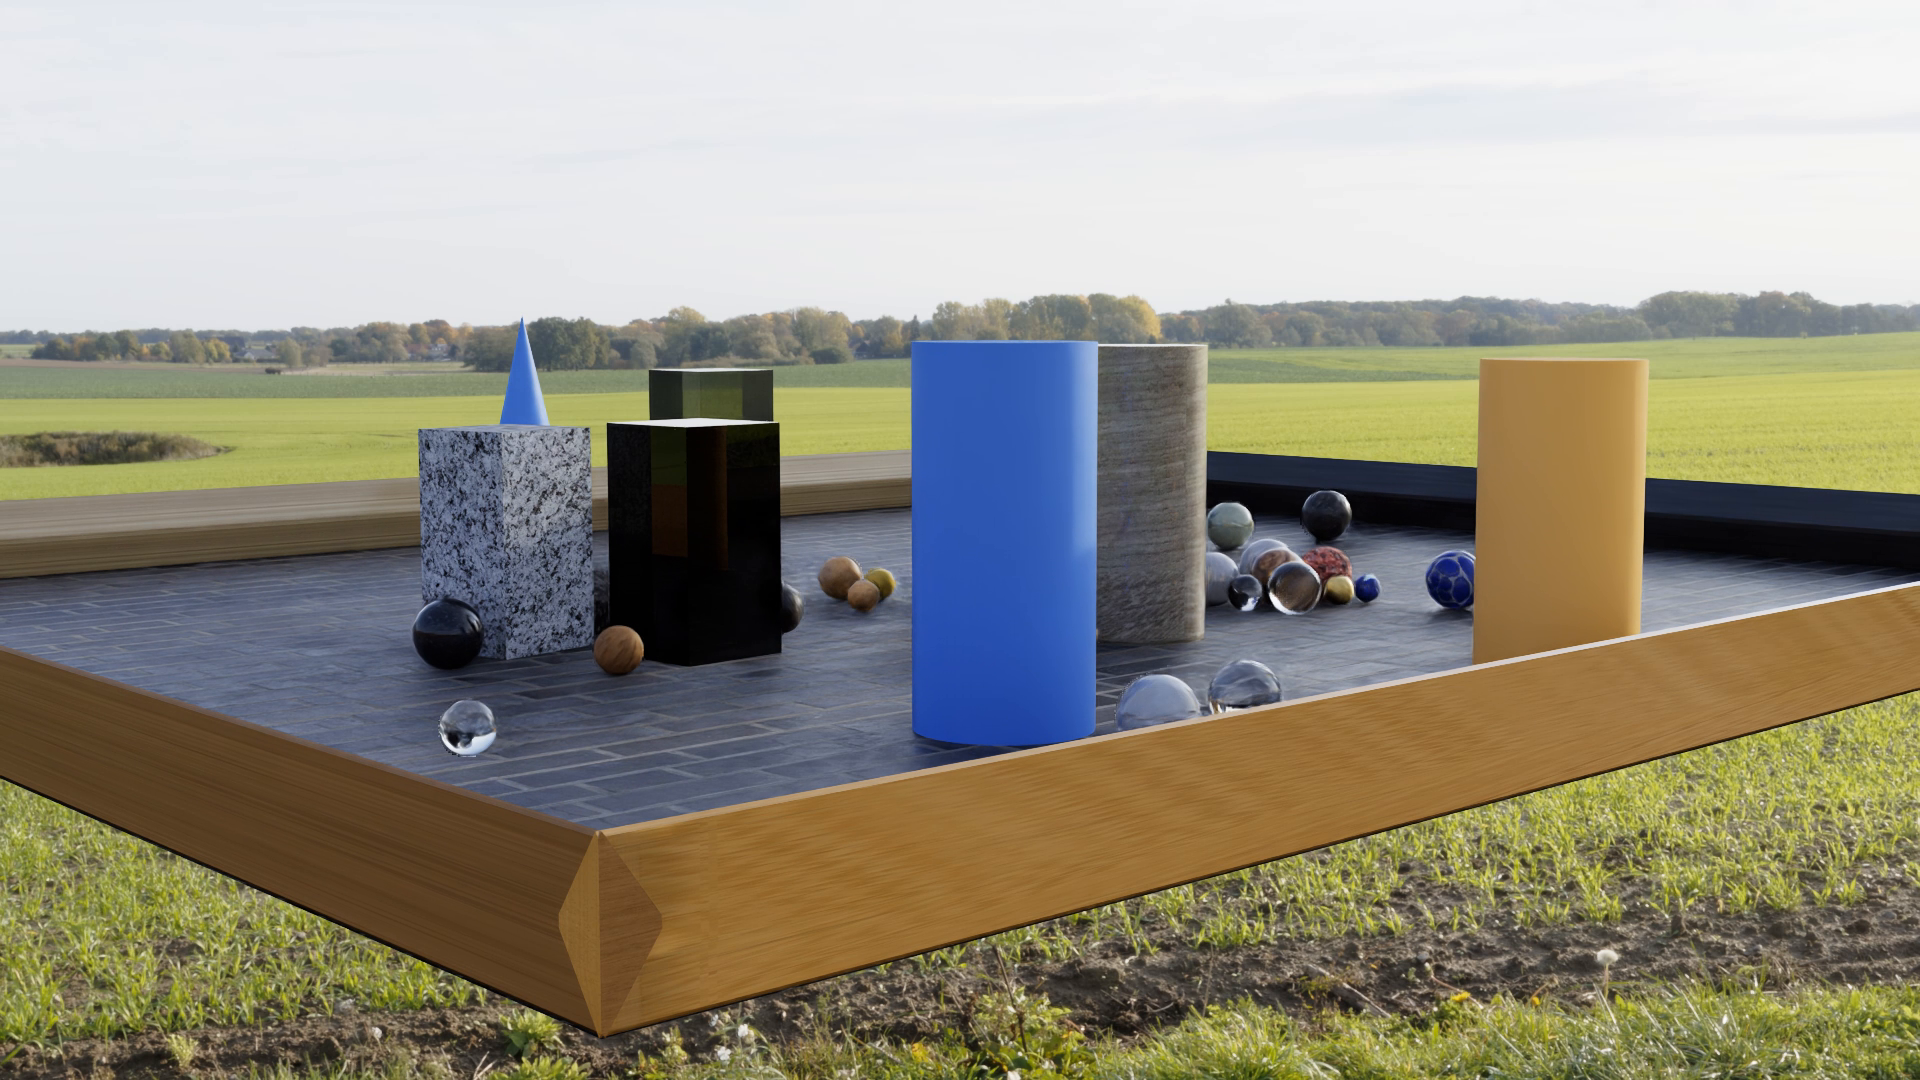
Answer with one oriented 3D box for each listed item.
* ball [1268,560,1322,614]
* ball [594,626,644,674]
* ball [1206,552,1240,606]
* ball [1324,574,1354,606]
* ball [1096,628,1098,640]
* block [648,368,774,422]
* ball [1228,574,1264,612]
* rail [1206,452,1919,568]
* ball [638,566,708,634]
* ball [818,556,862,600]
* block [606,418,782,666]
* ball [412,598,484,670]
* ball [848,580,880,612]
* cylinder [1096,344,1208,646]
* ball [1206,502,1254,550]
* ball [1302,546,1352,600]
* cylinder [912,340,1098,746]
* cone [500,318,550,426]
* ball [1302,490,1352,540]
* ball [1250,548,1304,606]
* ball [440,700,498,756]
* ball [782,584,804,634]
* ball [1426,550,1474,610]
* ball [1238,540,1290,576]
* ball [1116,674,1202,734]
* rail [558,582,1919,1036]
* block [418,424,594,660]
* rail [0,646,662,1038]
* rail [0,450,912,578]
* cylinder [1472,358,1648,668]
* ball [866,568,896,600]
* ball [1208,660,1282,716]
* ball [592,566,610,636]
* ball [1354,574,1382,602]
[{"bbox_3d":[0.490,0.070,3.220,0.079,0.079,0.079,0,6,0],"label":"ball"},{"bbox_3d":[-0.417,0.135,2.692,0.061,0.061,0.061,0,6,0],"label":"ball"},{"bbox_3d":[0.380,0.059,3.310,0.082,0.082,0.082,0,6,0],"label":"ball"},{"bbox_3d":[0.573,0.076,3.326,0.046,0.046,0.046,0,6,0],"label":"ball"},{"bbox_3d":[0.151,0.122,2.844,0.054,0.054,0.054,0,6,0],"label":"ball"},{"bbox_3d":[-0.441,-0.133,3.911,0.157,0.339,0.157,-5,8,-41],"label":"block"},{"bbox_3d":[0.424,0.078,3.261,0.054,0.054,0.054,0,6,0],"label":"ball"},{"bbox_3d":[1.099,-0.072,4.341,0.045,0.127,2.645,-5,8,-42],"label":"rail"},{"bbox_3d":[-0.395,0.082,3.032,0.094,0.094,0.094,0,6,0],"label":"ball"},{"bbox_3d":[-0.185,0.058,3.396,0.066,0.066,0.066,0,6,0],"label":"ball"},{"bbox_3d":[-0.343,-0.002,2.847,0.157,0.300,0.157,5,8,42],"label":"block"},{"bbox_3d":[-0.637,0.116,2.735,0.088,0.088,0.088,0,6,0],"label":"ball"},{"bbox_3d":[-0.143,0.083,3.250,0.048,0.048,0.048,0,6,0],"label":"ball"},{"bbox_3d":[0.237,-0.067,3.000,0.196,0.397,0.196,0,6,0],"label":"cylinder"},{"bbox_3d":[0.503,-0.027,4.104,0.089,0.089,0.089,0,6,0],"label":"ball"},{"bbox_3d":[0.562,0.051,3.385,0.083,0.083,0.083,0,6,0],"label":"ball"},{"bbox_3d":[0.047,-0.004,2.331,0.196,0.411,0.196,0,6,0],"label":"cylinder"},{"bbox_3d":[-0.620,-0.102,3.136,0.196,0.438,0.196,0,6,0],"label":"cone"},{"bbox_3d":[0.713,-0.049,4.278,0.097,0.097,0.097,0,6,0],"label":"ball"},{"bbox_3d":[0.481,0.056,3.316,0.087,0.087,0.087,0,6,0],"label":"ball"},{"bbox_3d":[-0.493,0.188,2.204,0.056,0.056,0.056,0,6,0],"label":"ball"},{"bbox_3d":[-0.250,0.095,3.026,0.071,0.071,0.071,0,6,0],"label":"ball"},{"bbox_3d":[0.740,0.059,3.281,0.088,0.088,0.088,0,6,0],"label":"ball"},{"bbox_3d":[0.478,0.044,3.414,0.091,0.091,0.091,0,6,0],"label":"ball"},{"bbox_3d":[0.198,0.175,2.188,0.084,0.084,0.084,0,6,0],"label":"ball"},{"bbox_3d":[0.881,0.132,2.382,3.038,0.127,0.045,-5,8,-42],"label":"rail"},{"bbox_3d":[-0.598,-0.003,2.903,0.157,0.290,0.157,4,7,35],"label":"block"},{"bbox_3d":[-1.099,0.139,2.323,0.045,0.127,2.645,-5,8,-42],"label":"rail"},{"bbox_3d":[-0.881,-0.066,4.281,3.038,0.127,0.045,-5,8,-42],"label":"rail"},{"bbox_3d":[0.724,-0.025,2.657,0.196,0.386,0.196,0,6,0],"label":"cylinder"},{"bbox_3d":[-0.123,0.068,3.398,0.047,0.047,0.047,0,6,0],"label":"ball"},{"bbox_3d":[0.300,0.165,2.319,0.078,0.078,0.078,0,6,0],"label":"ball"},{"bbox_3d":[-0.511,0.083,3.007,0.098,0.098,0.098,0,6,0],"label":"ball"},{"bbox_3d":[0.623,0.074,3.364,0.042,0.042,0.042,0,6,0],"label":"ball"}]
